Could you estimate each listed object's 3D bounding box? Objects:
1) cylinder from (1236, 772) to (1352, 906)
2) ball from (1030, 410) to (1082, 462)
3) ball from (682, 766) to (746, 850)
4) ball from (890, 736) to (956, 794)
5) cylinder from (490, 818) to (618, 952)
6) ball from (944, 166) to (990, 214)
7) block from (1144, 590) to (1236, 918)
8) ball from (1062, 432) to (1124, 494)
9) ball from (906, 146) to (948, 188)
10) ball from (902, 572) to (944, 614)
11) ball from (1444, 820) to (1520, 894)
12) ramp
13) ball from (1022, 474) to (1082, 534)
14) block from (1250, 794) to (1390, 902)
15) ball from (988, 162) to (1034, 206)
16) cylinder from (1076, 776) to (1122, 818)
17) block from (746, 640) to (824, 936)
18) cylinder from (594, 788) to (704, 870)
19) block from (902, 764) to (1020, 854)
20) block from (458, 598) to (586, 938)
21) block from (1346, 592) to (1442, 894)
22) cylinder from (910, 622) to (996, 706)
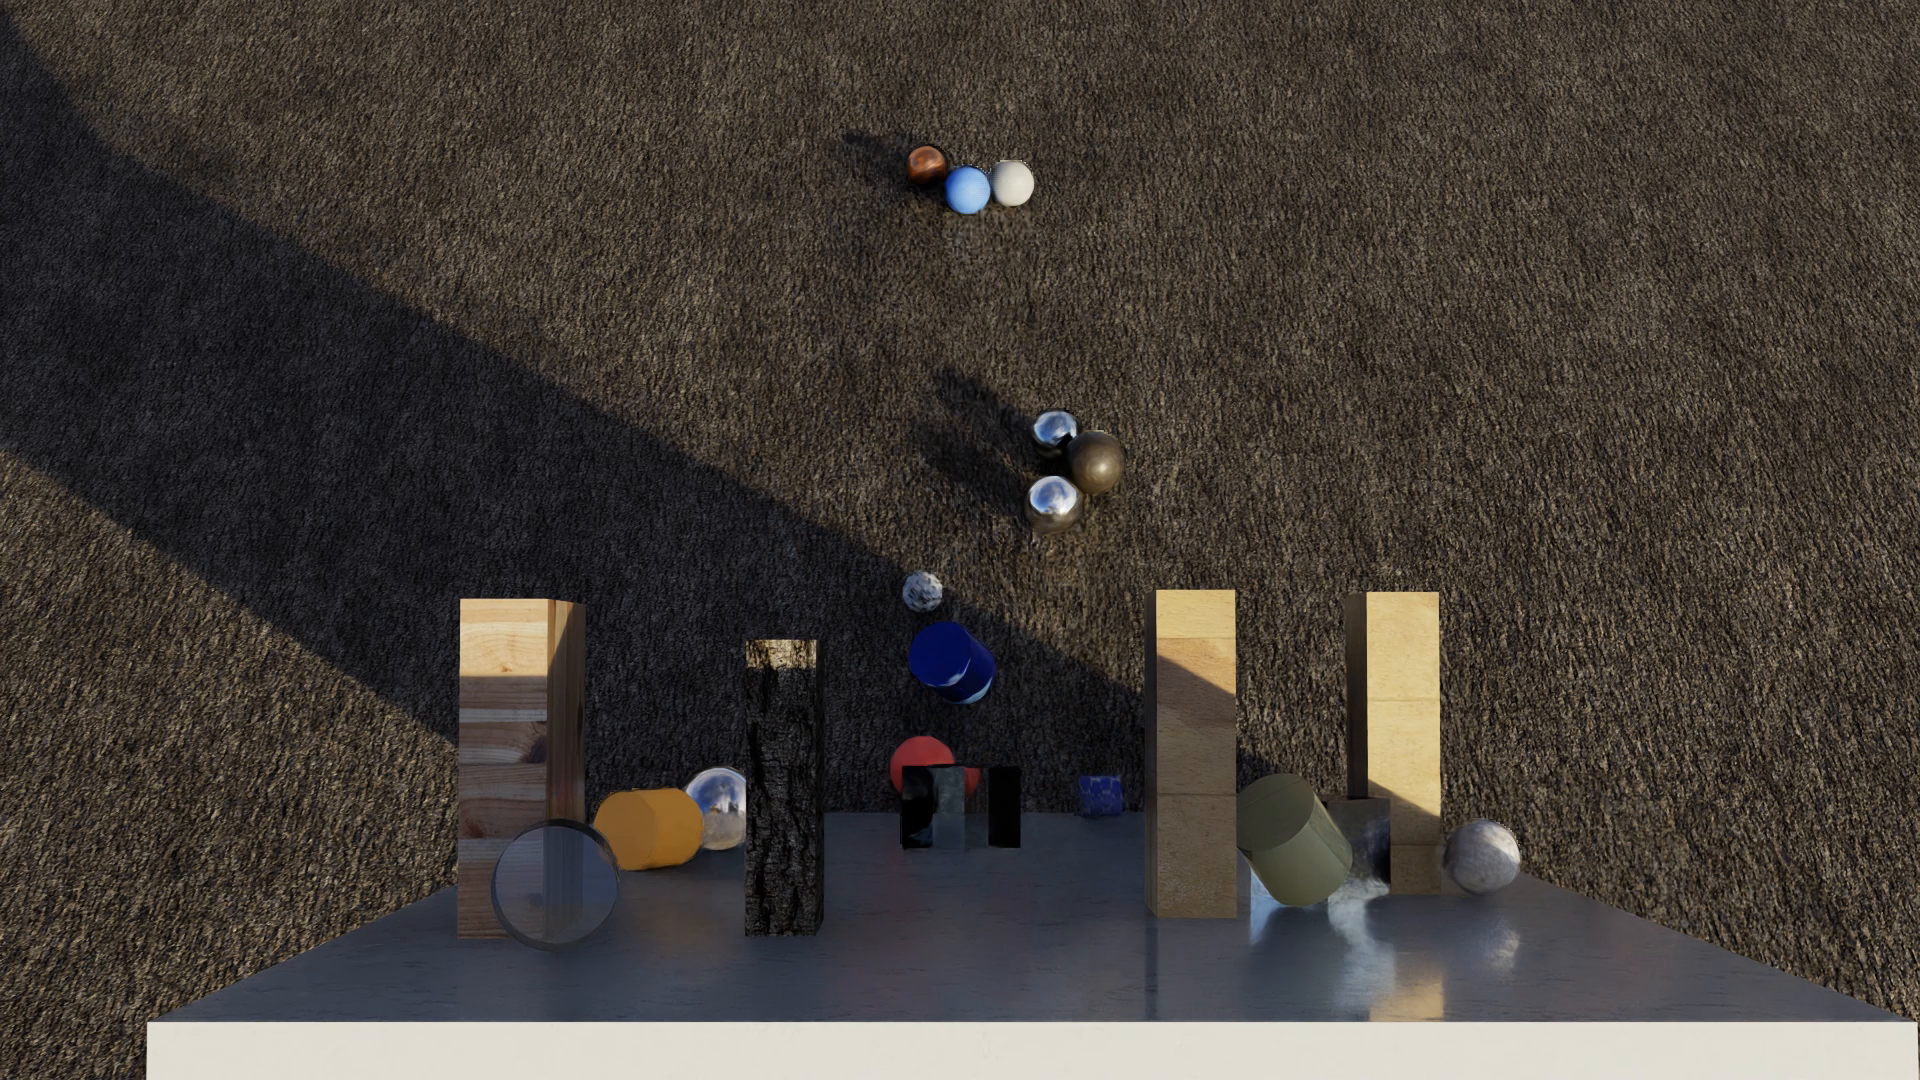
[{"bbox_3d":[0.546,0.496,4.305,0.158,0.158,0.158,-22,38,19],"label":"cylinder"},{"bbox_3d":[0.307,-0.332,8.319,0.170,0.170,0.170,0,37,0],"label":"ball"},{"bbox_3d":[-0.517,0.575,5.590,0.182,0.182,0.182,0,37,0],"label":"ball"},{"bbox_3d":[-0.101,0.621,7.054,0.181,0.181,0.181,0,37,0],"label":"ball"},{"bbox_3d":[-0.580,0.493,3.736,0.176,0.176,0.176,-5,-2,-7],"label":"cylinder"},{"bbox_3d":[0.025,-1.286,9.576,0.173,0.173,0.173,0,37,0],"label":"ball"},{"bbox_3d":[0.376,0.345,4.268,0.125,0.520,0.273,0,-3,0],"label":"block"},{"bbox_3d":[0.417,-0.243,8.178,0.199,0.199,0.199,0,37,0],"label":"ball"},{"bbox_3d":[-0.125,-1.396,9.735,0.156,0.156,0.156,0,37,0],"label":"ball"},{"bbox_3d":[-0.111,0.156,7.716,0.123,0.123,0.123,0,37,0],"label":"ball"},{"bbox_3d":[0.910,0.553,4.533,0.129,0.129,0.129,0,37,0],"label":"ball"},{"bbox_3d":[0.082,0.686,4.936,2.000,0.100,4.000,0,-3,0],"label":"ramp"},{"bbox_3d":[0.286,-0.109,8.014,0.183,0.183,0.183,0,37,0],"label":"ball"},{"bbox_3d":[0.624,0.531,4.506,0.170,0.170,0.170,2,-4,-43],"label":"block"},{"bbox_3d":[0.190,-1.316,9.620,0.168,0.168,0.168,0,37,0],"label":"ball"},{"bbox_3d":[0.358,0.663,6.732,0.107,0.107,0.107,-1,37,-5],"label":"cylinder"},{"bbox_3d":[-0.266,0.373,3.981,0.103,0.438,0.254,0,-3,0],"label":"block"},{"bbox_3d":[-0.610,0.566,5.100,0.153,0.153,0.153,24,9,28],"label":"cylinder"},{"bbox_3d":[0.003,0.578,5.624,0.179,0.179,0.179,-2,-4,42],"label":"block"},{"bbox_3d":[-0.673,0.345,4.024,0.129,0.498,0.393,0,-3,0],"label":"block"},{"bbox_3d":[0.776,0.360,4.669,0.126,0.527,0.243,0,-3,0],"label":"block"},{"bbox_3d":[-0.020,0.348,7.327,0.188,0.188,0.188,-9,66,20],"label":"cylinder"}]
